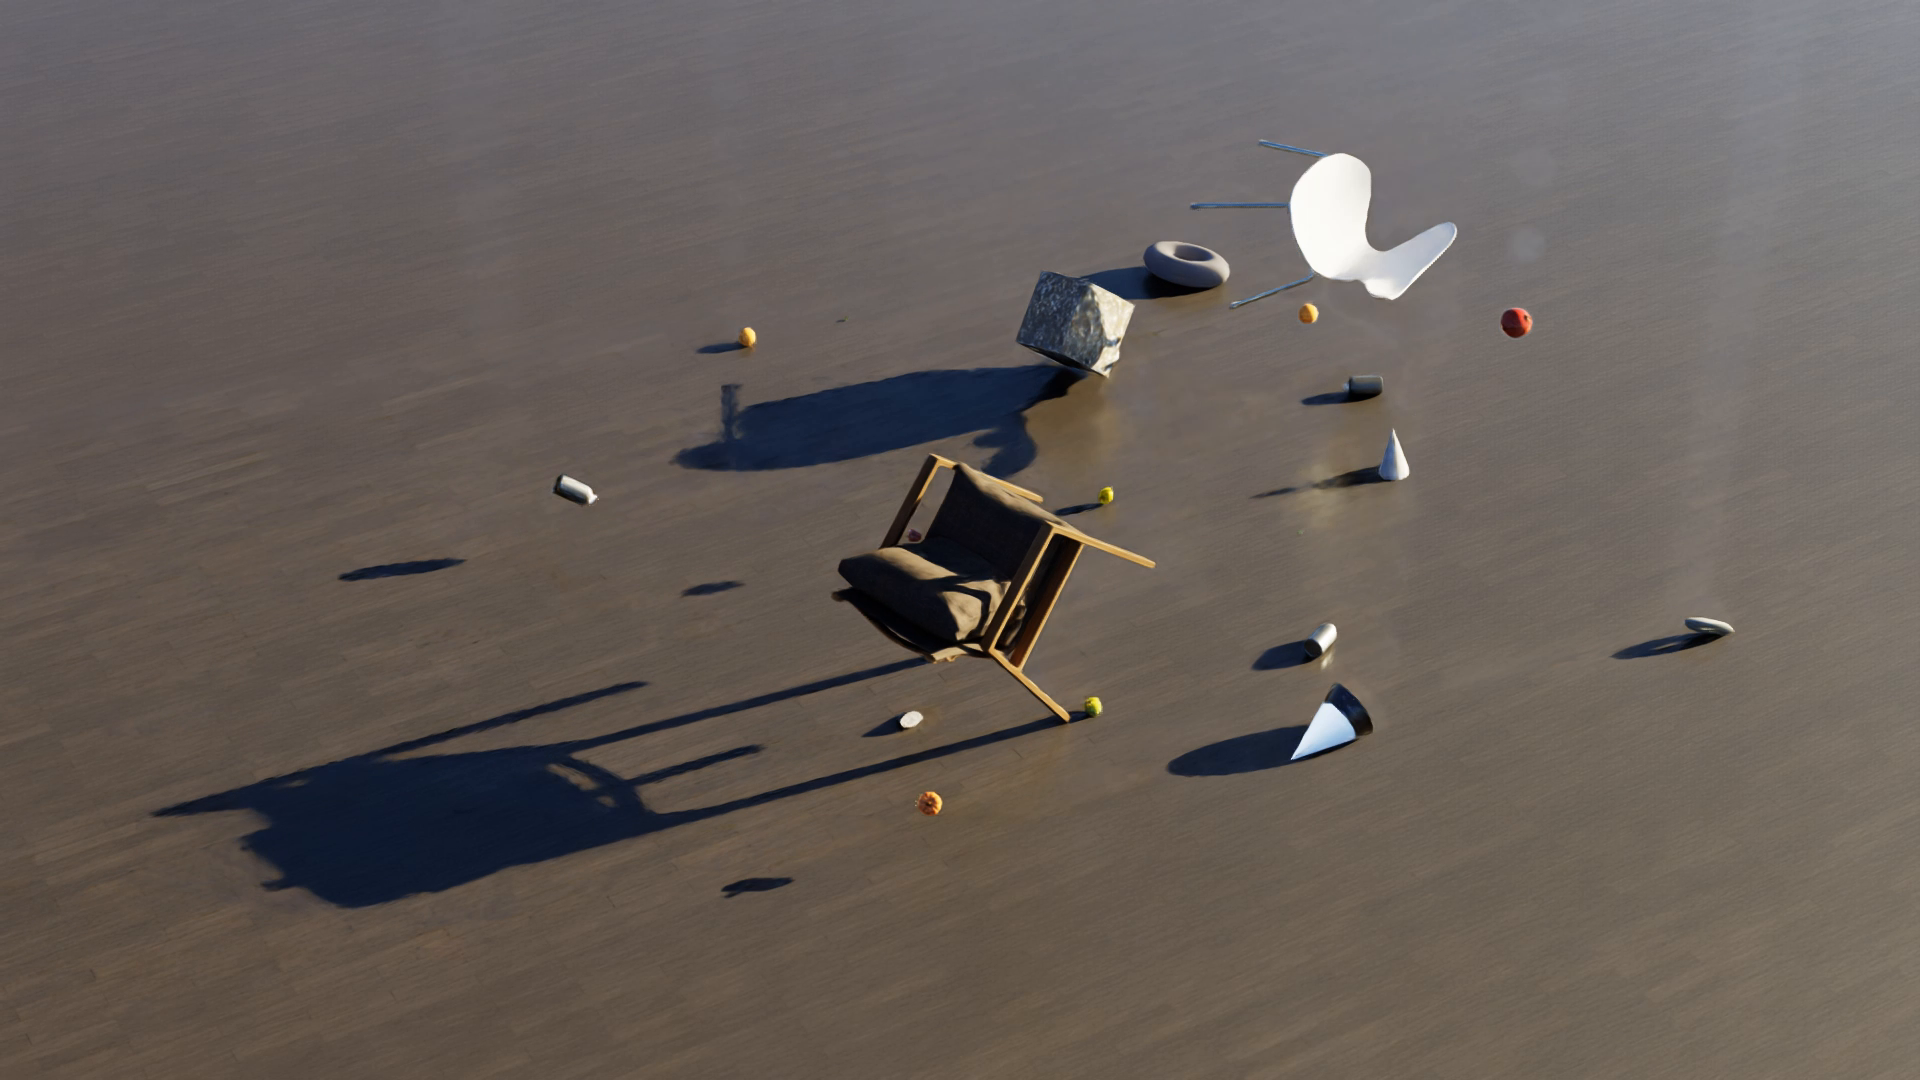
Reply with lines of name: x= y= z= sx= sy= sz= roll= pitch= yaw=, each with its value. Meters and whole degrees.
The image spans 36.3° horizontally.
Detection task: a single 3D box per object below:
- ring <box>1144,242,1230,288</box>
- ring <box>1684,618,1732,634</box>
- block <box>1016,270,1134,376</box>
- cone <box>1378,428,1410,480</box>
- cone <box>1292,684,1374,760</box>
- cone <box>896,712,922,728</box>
ring: x=0.976 y=-1.187 z=12.638 sx=0.388 sy=0.117 sz=0.226 roll=16 pitch=36 yaw=18
ring: x=2.652 y=0.305 z=10.388 sx=0.196 sy=0.033 sz=0.106 roll=12 pitch=-15 yaw=-21
block: x=0.464 y=-0.874 z=11.839 sx=0.300 sy=0.309 sz=0.267 roll=22 pitch=-2 yaw=-43
cone: x=1.668 y=-0.345 z=11.283 sx=0.117 sy=0.212 sz=0.143 roll=16 pitch=43 yaw=28
cone: x=1.215 y=0.655 z=9.855 sx=0.286 sy=0.225 sz=0.203 roll=-38 pitch=46 yaw=-14
cone: x=-0.194 y=0.606 z=10.000 sx=0.100 sy=0.052 sz=0.085 roll=-12 pitch=14 yaw=-41
